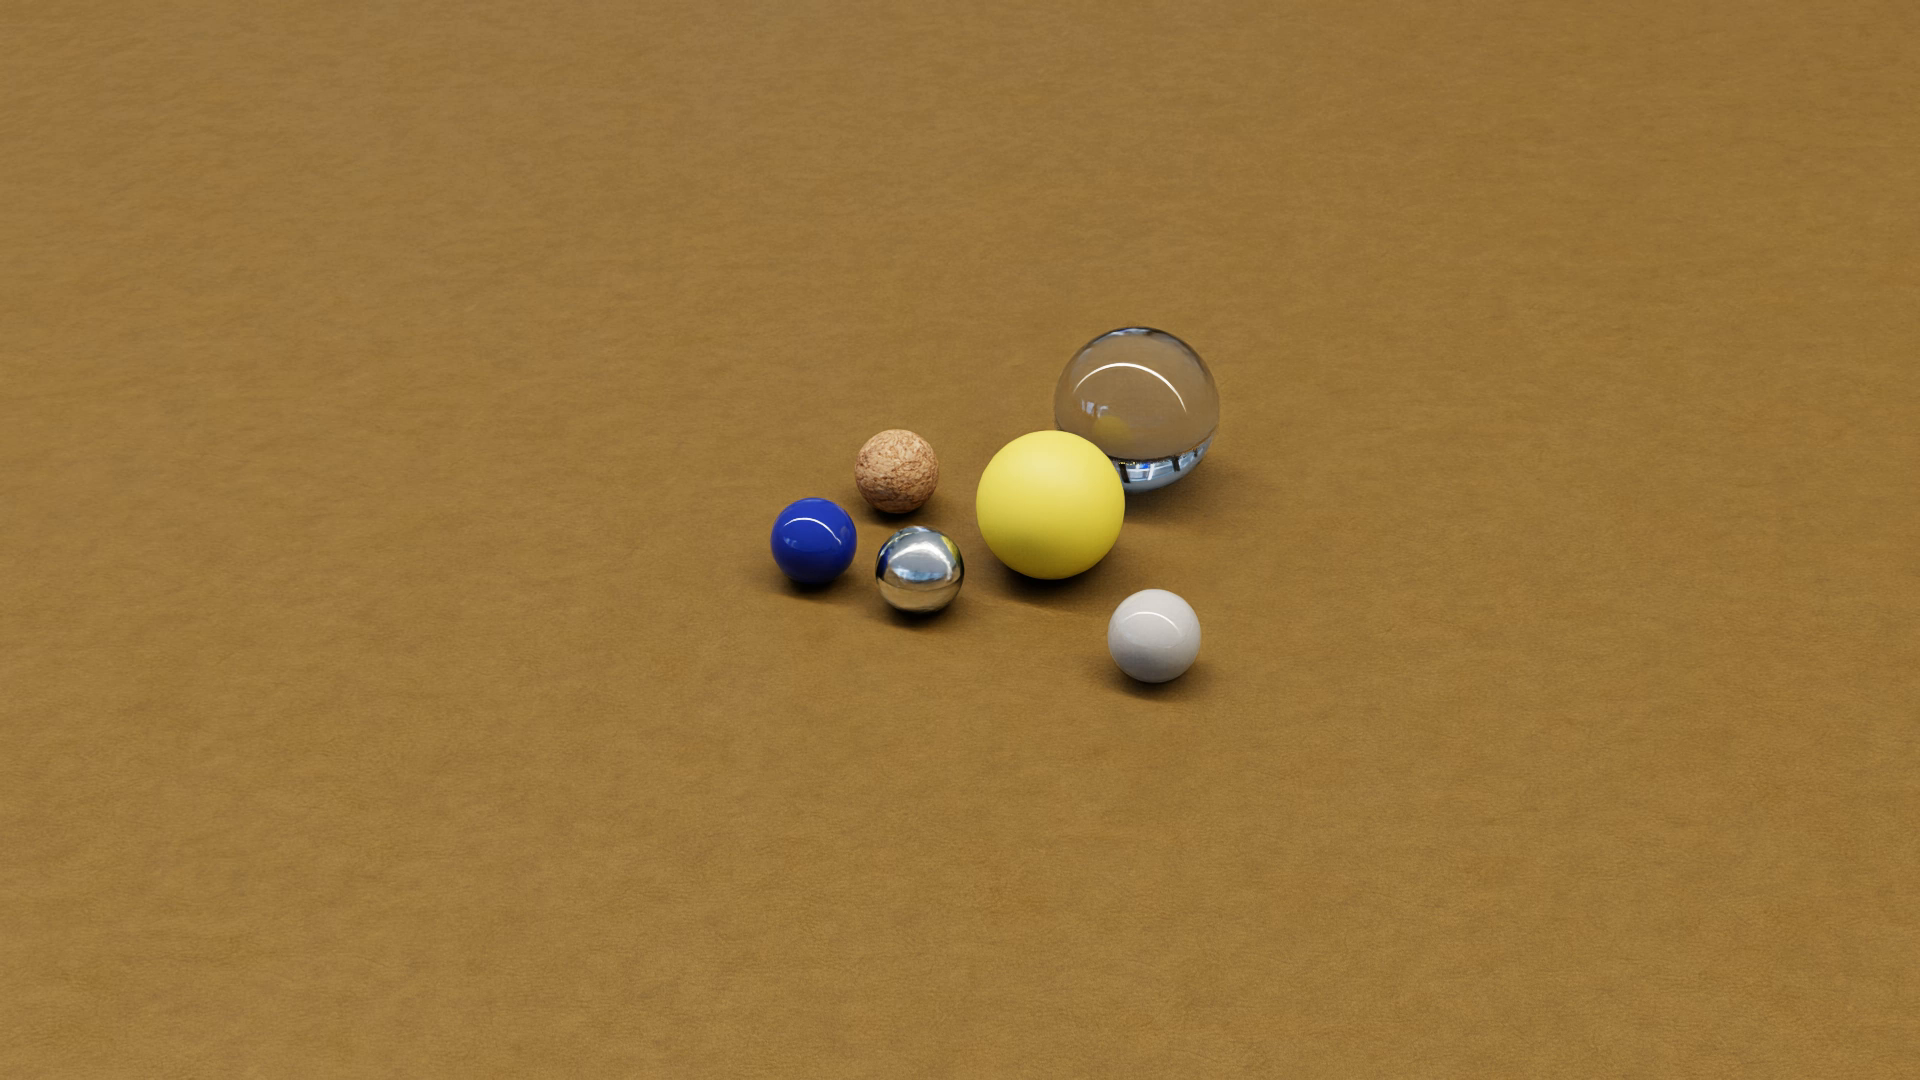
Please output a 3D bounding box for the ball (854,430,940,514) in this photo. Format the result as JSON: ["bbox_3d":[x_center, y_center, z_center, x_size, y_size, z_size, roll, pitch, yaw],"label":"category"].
[{"bbox_3d":[-0.036,-0.039,1.674,0.048,0.048,0.048,0,32,0],"label":"ball"}]

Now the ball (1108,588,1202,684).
[{"bbox_3d":[0.101,0.050,1.528,0.049,0.049,0.049,0,32,0],"label":"ball"}]

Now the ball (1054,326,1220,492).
[{"bbox_3d":[0.101,-0.075,1.687,0.096,0.096,0.096,0,32,0],"label":"ball"}]

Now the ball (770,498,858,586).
[{"bbox_3d":[-0.080,0.001,1.609,0.048,0.048,0.048,0,32,0],"label":"ball"}]

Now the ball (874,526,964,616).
[{"bbox_3d":[-0.022,0.016,1.583,0.049,0.049,0.049,0,32,0],"label":"ball"}]

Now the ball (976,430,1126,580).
[{"bbox_3d":[0.049,-0.019,1.609,0.082,0.082,0.082,0,32,0],"label":"ball"}]
